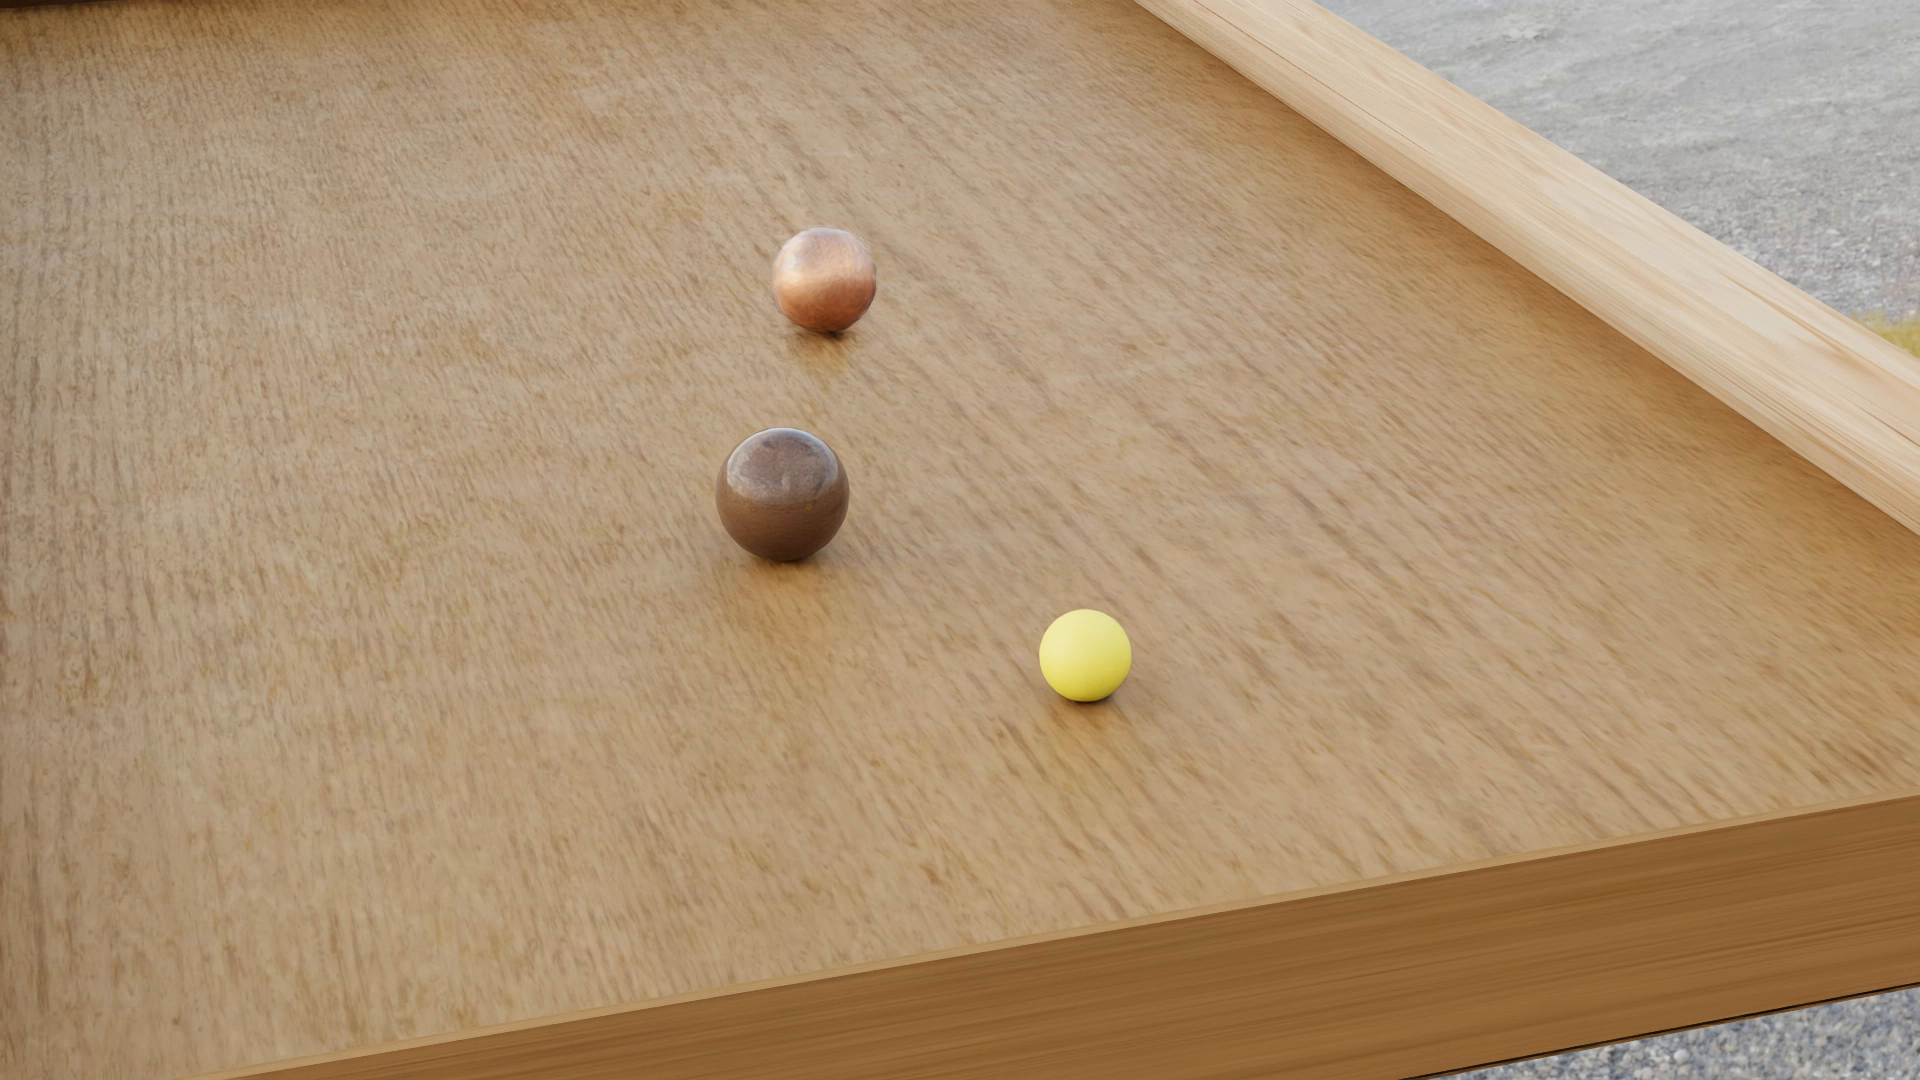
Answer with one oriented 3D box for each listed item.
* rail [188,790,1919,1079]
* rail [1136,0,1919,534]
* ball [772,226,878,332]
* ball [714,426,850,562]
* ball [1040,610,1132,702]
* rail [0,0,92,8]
[{"bbox_3d":[0.185,0.225,1.535,1.427,0.127,0.045,-7,25,-16],"label":"rail"},{"bbox_3d":[0.467,-0.364,2.828,0.045,0.127,2.594,-7,25,-16],"label":"rail"},{"bbox_3d":[-0.119,-0.228,2.574,0.093,0.093,0.093,0,24,0],"label":"ball"},{"bbox_3d":[-0.129,-0.034,2.141,0.098,0.098,0.098,0,24,0],"label":"ball"},{"bbox_3d":[0.083,0.076,1.943,0.061,0.061,0.061,0,24,0],"label":"ball"},{"bbox_3d":[-0.568,-0.783,3.750,1.427,0.127,0.045,-7,25,-16],"label":"rail"}]
